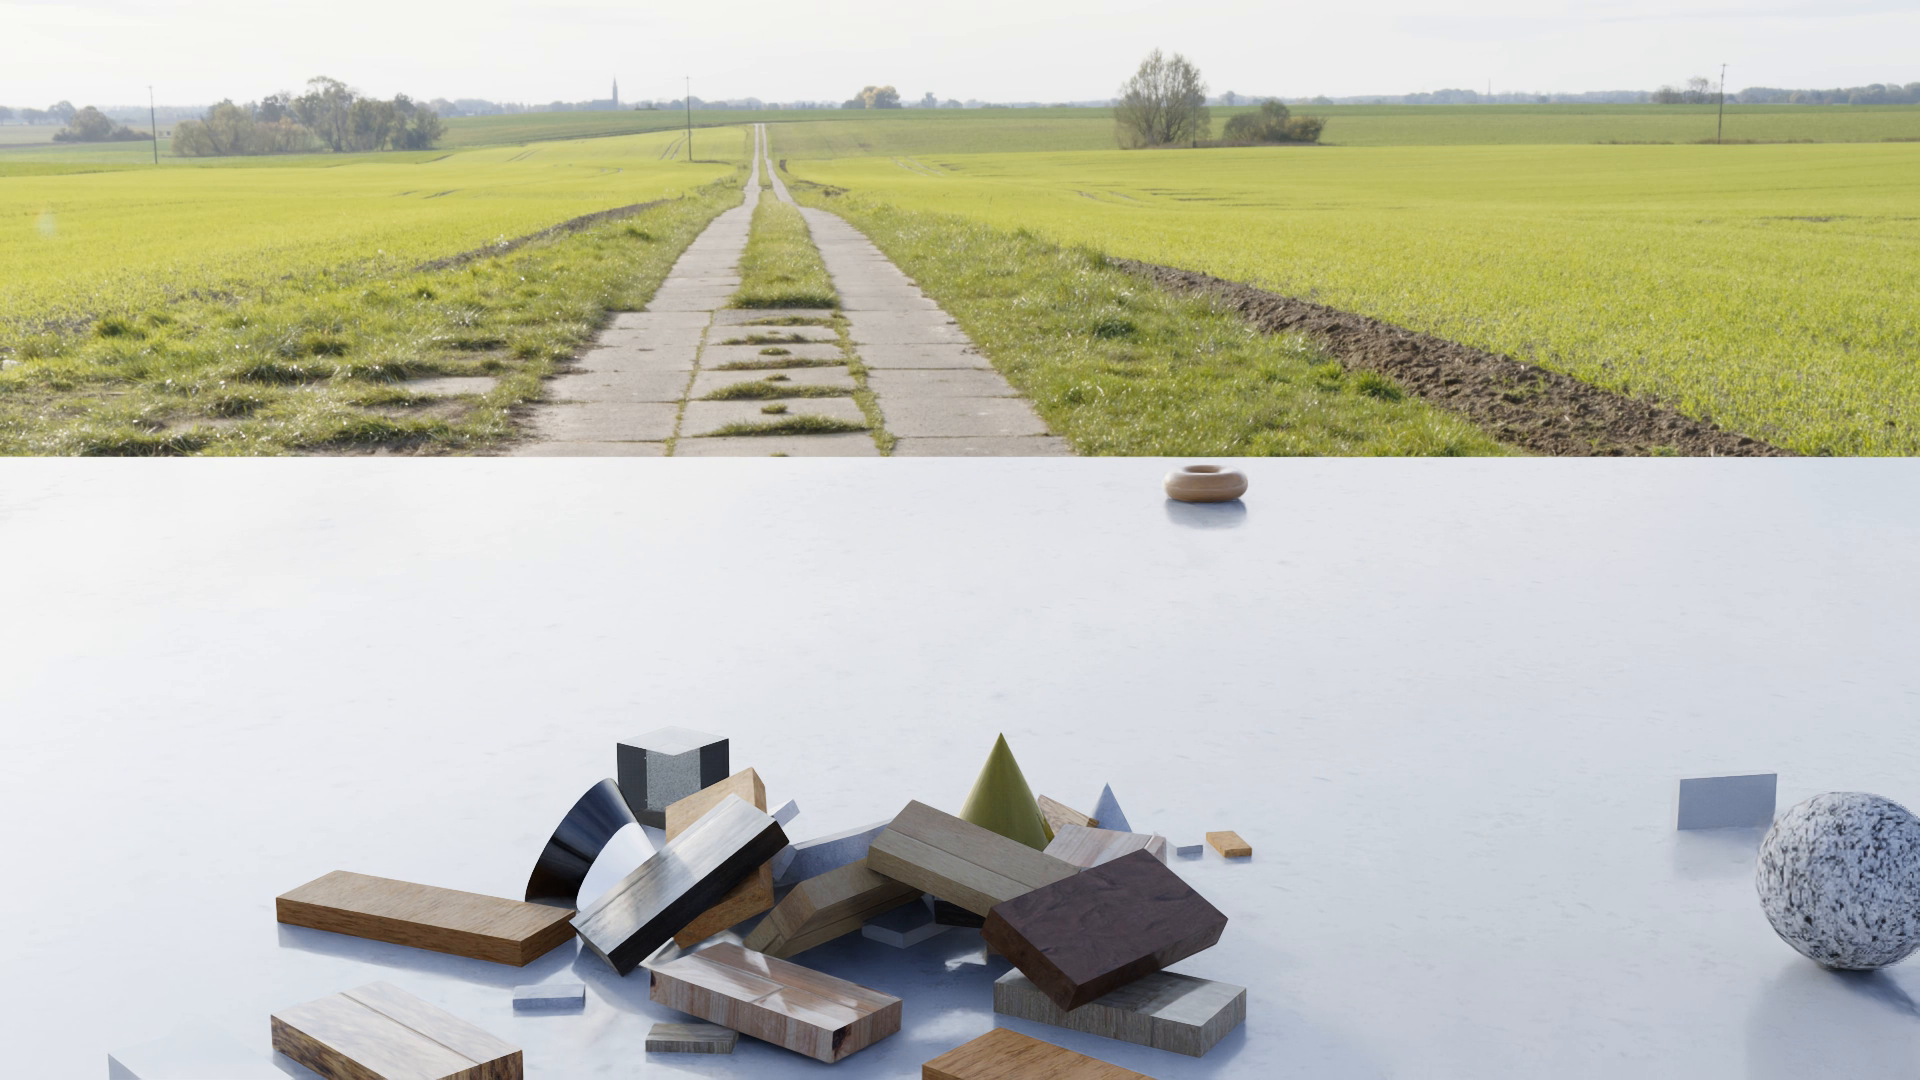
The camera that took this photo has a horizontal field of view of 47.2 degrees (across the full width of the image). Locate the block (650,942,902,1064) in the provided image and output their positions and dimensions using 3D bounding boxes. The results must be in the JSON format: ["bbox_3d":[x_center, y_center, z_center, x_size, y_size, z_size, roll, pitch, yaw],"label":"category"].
[{"bbox_3d":[-0.263,0.654,3.129,0.327,0.046,0.163,10,11,33],"label":"block"}]

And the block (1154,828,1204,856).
[{"bbox_3d":[0.388,0.537,3.917,0.050,0.014,0.101,-4,11,-19],"label":"block"}]

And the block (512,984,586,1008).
[{"bbox_3d":[-0.601,0.667,3.216,0.101,0.014,0.050,-1,11,-5],"label":"block"}]

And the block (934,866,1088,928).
[{"bbox_3d":[0.124,0.555,3.412,0.295,0.042,0.148,2,20,18],"label":"block"}]

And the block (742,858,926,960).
[{"bbox_3d":[-0.160,0.554,3.425,0.350,0.050,0.175,-13,-28,-49],"label":"block"}]

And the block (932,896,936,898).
[{"bbox_3d":[-0.006,0.570,3.619,0.080,0.023,0.160,7,2,-3],"label":"block"}]

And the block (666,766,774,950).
[{"bbox_3d":[-0.390,0.507,3.539,0.163,0.046,0.327,-26,29,6],"label":"block"}]

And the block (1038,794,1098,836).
[{"bbox_3d":[0.177,0.509,3.883,0.023,0.080,0.160,27,-5,-32],"label":"block"}]

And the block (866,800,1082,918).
[{"bbox_3d":[0.021,0.499,3.353,0.292,0.041,0.146,20,31,18],"label":"block"}]

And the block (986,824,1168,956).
[{"bbox_3d":[0.191,0.565,3.514,0.178,0.050,0.355,4,21,23],"label":"block"}]

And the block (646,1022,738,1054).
[{"bbox_3d":[-0.373,0.694,3.063,0.120,0.017,0.060,1,11,4],"label":"block"}]

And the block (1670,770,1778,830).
[{"bbox_3d":[1.397,0.475,4.023,0.194,0.097,0.027,-2,11,-11],"label":"block"}]

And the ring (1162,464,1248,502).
[{"bbox_3d":[0.851,-0.197,7.638,0.301,0.100,0.301,-1,11,0],"label":"ring"}]

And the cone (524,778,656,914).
[{"bbox_3d":[-0.527,0.555,3.553,0.248,0.248,0.248,30,18,11],"label":"cone"}]

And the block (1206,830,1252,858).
[{"bbox_3d":[0.477,0.539,3.903,0.050,0.014,0.101,-2,11,-12],"label":"block"}]

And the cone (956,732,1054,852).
[{"bbox_3d":[0.070,0.433,3.795,0.213,0.213,0.213,0,11,0],"label":"cone"}]

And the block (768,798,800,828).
[{"bbox_3d":[-0.379,0.508,3.797,0.194,0.027,0.097,-26,2,20],"label":"block"}]

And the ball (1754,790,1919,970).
[{"bbox_3d":[1.348,0.516,3.334,0.269,0.269,0.269,0,11,0],"label":"ball"}]

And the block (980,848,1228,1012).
[{"bbox_3d":[0.215,0.565,3.220,0.355,0.050,0.178,-11,40,-47],"label":"block"}]

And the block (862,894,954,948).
[{"bbox_3d":[-0.066,0.607,3.511,0.087,0.025,0.174,9,14,39],"label":"block"}]

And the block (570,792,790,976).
[{"bbox_3d":[-0.436,0.532,3.420,0.327,0.046,0.163,-38,25,-19],"label":"block"}]

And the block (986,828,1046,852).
[{"bbox_3d":[0.082,0.545,3.846,0.174,0.025,0.087,10,15,44],"label":"block"}]

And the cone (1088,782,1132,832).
[{"bbox_3d":[0.257,0.488,3.860,0.132,0.132,0.132,0,11,0],"label":"cone"}]

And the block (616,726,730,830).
[{"bbox_3d":[-0.530,0.441,4.073,0.146,0.146,0.146,8,13,36],"label":"block"}]

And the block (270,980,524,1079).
[{"bbox_3d":[-0.768,0.691,2.989,0.350,0.050,0.175,10,15,43],"label":"block"}]

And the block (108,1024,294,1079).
[{"bbox_3d":[-0.983,0.716,2.879,0.148,0.042,0.295,-9,14,-41],"label":"block"}]

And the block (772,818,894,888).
[{"bbox_3d":[-0.219,0.514,3.589,0.350,0.050,0.175,-20,-5,40],"label":"block"}]

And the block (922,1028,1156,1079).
[{"bbox_3d":[0.132,0.720,2.844,0.339,0.046,0.162,9,14,39],"label":"block"}]

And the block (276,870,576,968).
[{"bbox_3d":[-0.852,0.599,3.503,0.474,0.042,0.148,5,12,24],"label":"block"}]

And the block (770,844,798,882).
[{"bbox_3d":[-0.313,0.515,3.532,0.120,0.017,0.060,-5,46,53],"label":"block"}]

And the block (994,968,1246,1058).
[{"bbox_3d":[0.229,0.661,3.161,0.324,0.046,0.162,6,12,29],"label":"block"}]
